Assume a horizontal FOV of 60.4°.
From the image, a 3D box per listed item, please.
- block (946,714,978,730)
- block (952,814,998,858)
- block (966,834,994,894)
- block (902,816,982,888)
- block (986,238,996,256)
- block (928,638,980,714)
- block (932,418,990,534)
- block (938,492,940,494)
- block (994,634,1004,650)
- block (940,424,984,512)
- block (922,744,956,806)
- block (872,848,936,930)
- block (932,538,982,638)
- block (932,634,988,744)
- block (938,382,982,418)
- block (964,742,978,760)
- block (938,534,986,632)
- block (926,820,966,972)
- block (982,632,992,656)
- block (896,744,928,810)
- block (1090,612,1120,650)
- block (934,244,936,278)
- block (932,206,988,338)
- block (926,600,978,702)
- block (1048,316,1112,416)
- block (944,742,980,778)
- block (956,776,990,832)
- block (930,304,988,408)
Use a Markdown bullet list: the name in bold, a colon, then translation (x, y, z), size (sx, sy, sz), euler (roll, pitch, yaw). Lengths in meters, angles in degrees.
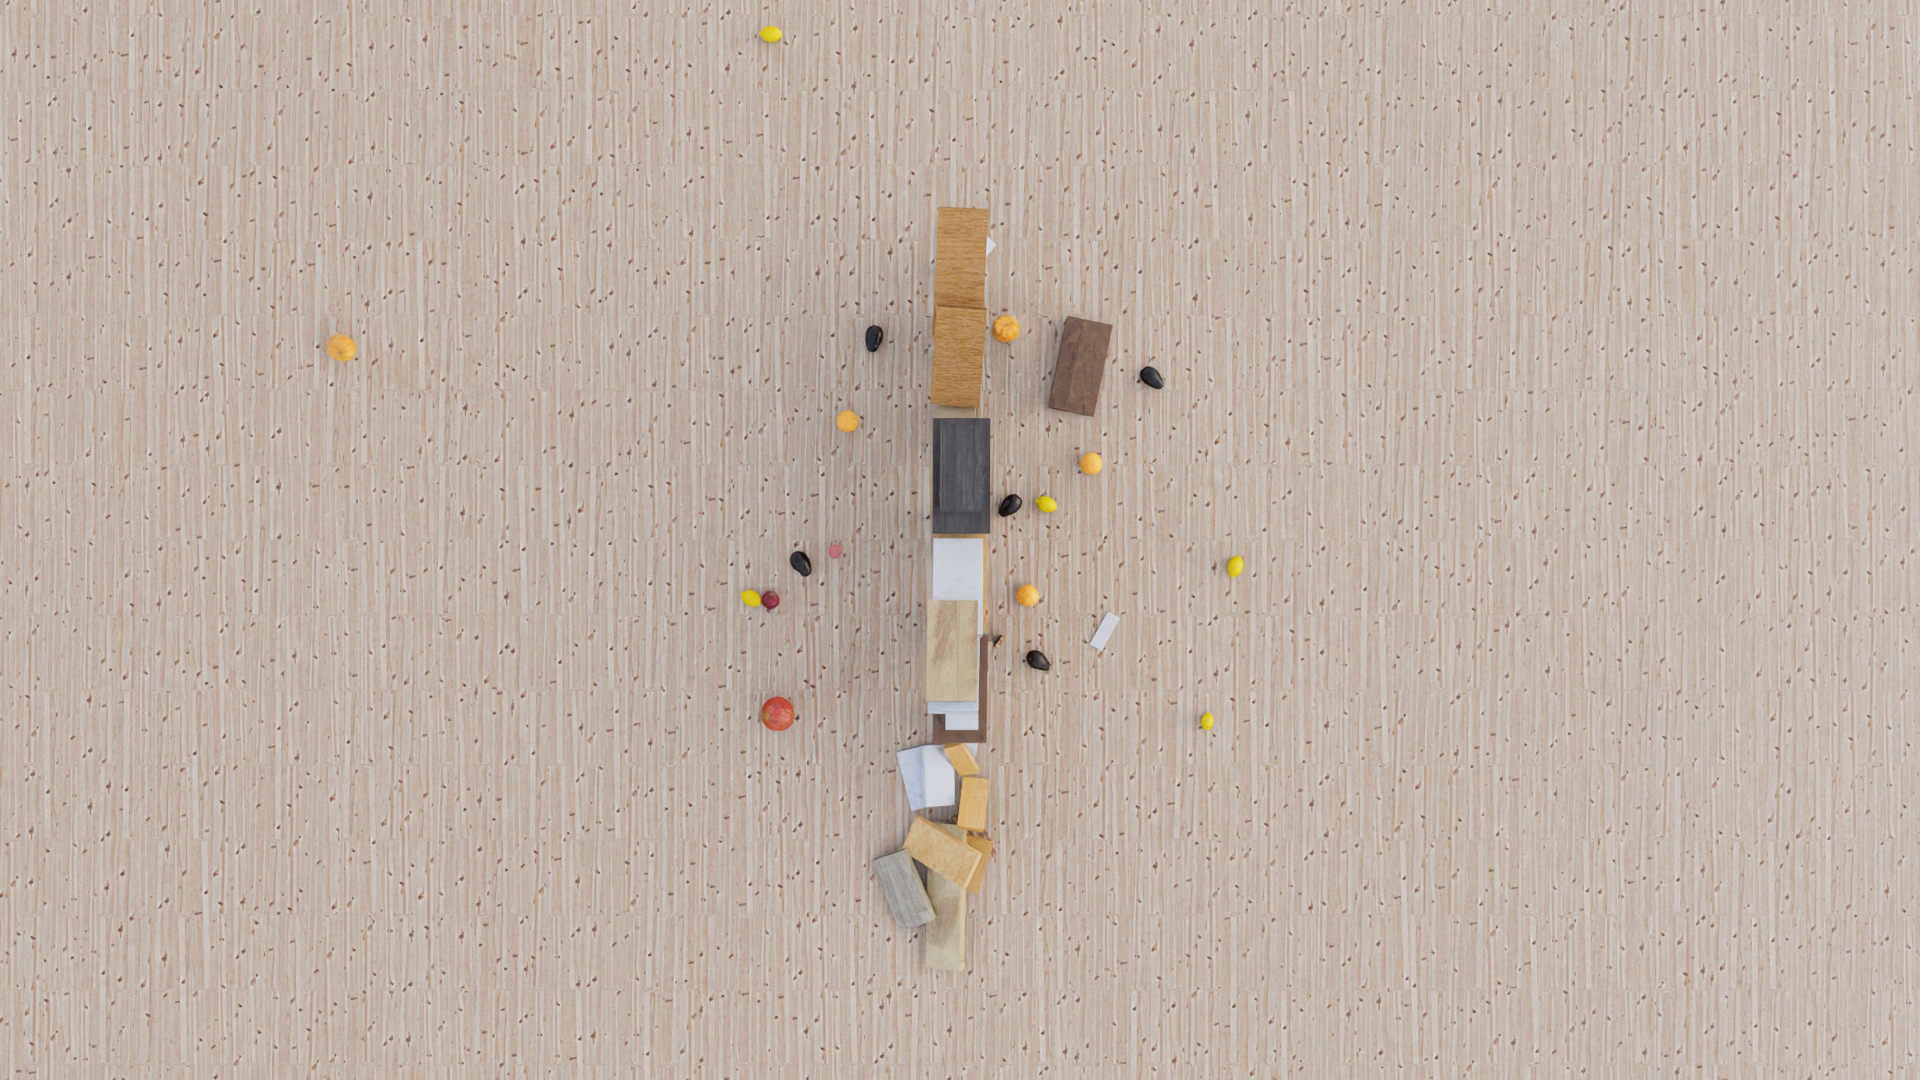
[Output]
- **block**: translation (0.006, 0.485, 5.103), size (0.100, 0.028, 0.201), euler (0, 90, 0)
- **block**: translation (0.047, 0.985, 5.487), size (0.089, 0.025, 0.177), euler (-24, 90, 0)
- **block**: translation (0.044, 1.073, 5.461), size (0.089, 0.025, 0.177), euler (17, 97, 8)
- **block**: translation (-0.061, 1.025, 5.425), size (0.250, 0.035, 0.125), euler (28, 101, 23)
- **block**: translation (0.050, -0.898, 5.150), size (0.063, 0.018, 0.125), euler (43, 76, -16)
- **block**: translation (-0.017, 0.352, 5.064), size (0.153, 0.043, 0.364), euler (1, 69, 0)
- **block**: translation (0.005, -0.198, 5.118), size (0.178, 0.050, 0.356), euler (0, 90, 0)
- **block**: translation (0.003, -0.124, 4.966), size (0.127, 0.254, 0.036), euler (-3, 90, 0)
- **block**: translation (0.130, 0.338, 5.455), size (0.013, 0.091, 0.045), euler (35, 90, 0)
- **block**: translation (0.004, -0.211, 4.821), size (0.127, 0.036, 0.254), euler (0, 90, 0)
- **block**: translation (-0.072, 0.779, 5.462), size (0.100, 0.028, 0.201), euler (-1, 85, -19)
- **block**: translation (-0.186, 1.156, 5.459), size (0.125, 0.035, 0.250), euler (-23, 90, 23)
- **block**: translation (-0.006, 0.147, 5.086), size (0.153, 0.043, 0.305), euler (0, 73, 0)
- **block**: translation (0.001, 0.462, 5.141), size (0.167, 0.047, 0.335), euler (1, 90, 0)
- **block**: translation (-0.002, -0.516, 5.207), size (0.137, 0.039, 0.274), euler (0, 90, 0)
- **block**: translation (0.020, 0.700, 5.452), size (0.067, 0.019, 0.134), euler (11, 127, 0)
- **block**: translation (0.004, 0.134, 5.173), size (0.153, 0.043, 0.305), euler (0, 90, 0)
- **block**: translation (-0.046, 1.177, 5.457), size (0.125, 0.035, 0.479), euler (1, 90, 26)
- **block**: translation (0.016, 0.327, 5.332), size (0.167, 0.335, 0.047), euler (9, 91, 0)
- **block**: translation (-0.137, 0.790, 5.486), size (0.100, 0.028, 0.201), euler (-14, 90, 0)
- **block**: translation (0.482, 0.303, 5.494), size (0.045, 0.013, 0.125), euler (30, 90, 0)
- **block**: translation (-0.007, -0.807, 5.187), size (0.146, 0.041, 0.292), euler (1, 90, 0)
- **block**: translation (0.001, -0.822, 5.098), size (0.154, 0.044, 0.402), euler (3, 102, 0)
- **block**: translation (-0.023, 0.336, 4.991), size (0.153, 0.043, 0.305), euler (1, 81, 0)
- **block**: translation (0.399, -0.576, 5.478), size (0.154, 0.044, 0.308), euler (12, 90, 0)
- **block**: translation (0.005, 0.723, 5.447), size (0.067, 0.019, 0.134), euler (-18, 122, 20)
- **block**: translation (0.044, 0.871, 5.442), size (0.089, 0.025, 0.177), euler (7, 58, 0)
- **block**: translation (-0.005, -0.570, 5.114), size (0.154, 0.044, 0.308), euler (4, 110, -1)
